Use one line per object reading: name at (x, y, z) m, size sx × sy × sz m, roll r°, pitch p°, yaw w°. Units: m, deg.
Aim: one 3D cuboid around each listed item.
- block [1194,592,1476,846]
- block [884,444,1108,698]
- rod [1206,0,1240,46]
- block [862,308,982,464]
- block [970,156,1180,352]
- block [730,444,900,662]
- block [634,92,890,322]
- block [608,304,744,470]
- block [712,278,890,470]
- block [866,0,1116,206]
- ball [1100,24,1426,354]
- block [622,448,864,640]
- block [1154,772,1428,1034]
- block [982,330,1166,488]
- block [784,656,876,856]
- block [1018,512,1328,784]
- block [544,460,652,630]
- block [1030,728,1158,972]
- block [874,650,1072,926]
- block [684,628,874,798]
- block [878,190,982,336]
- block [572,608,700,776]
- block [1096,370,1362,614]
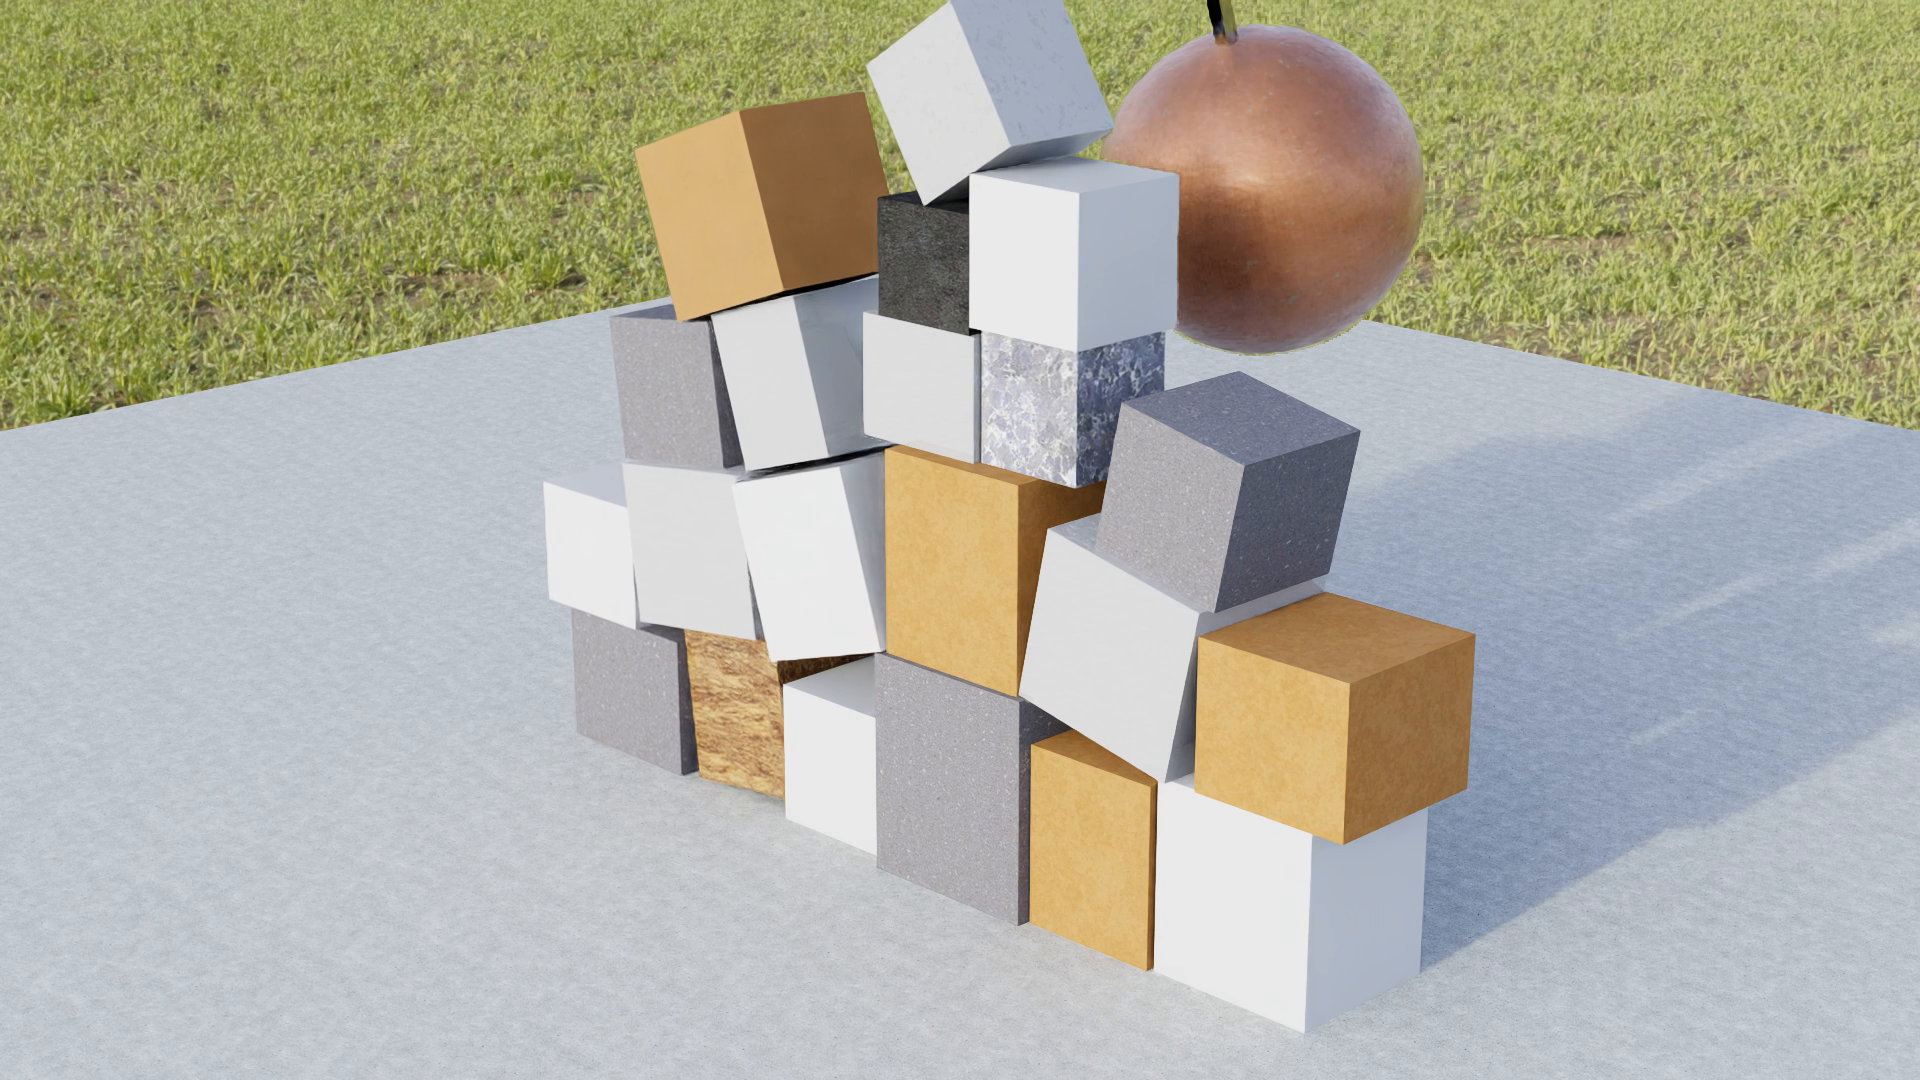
block at (1.530, 0.710, 11.988) m, size 0.826 × 0.677 × 0.770 m, roll -17°, pitch 24°, yaw -42°
block at (0.268, 0.045, 13.093) m, size 0.880 × 0.953 × 0.814 m, roll -17°, pitch 24°, yaw -42°
rod at (0.636, -4.504, 12.592) m, size 0.080 × 5.200 × 0.080 m, roll 17°, pitch 44°, yaw 42°
block at (0.041, -0.738, 13.060) m, size 0.642 × 0.561 × 0.691 m, roll -17°, pitch 24°, yaw -42°
block at (0.482, -1.224, 12.433) m, size 0.621 × 0.663 × 0.627 m, roll -17°, pitch 24°, yaw -42°
block at (-0.393, 0.026, 13.744) m, size 0.909 × 0.853 × 0.786 m, roll -17°, pitch 6°, yaw -42°
block at (-0.889, -1.562, 13.770) m, size 0.777 × 0.835 × 0.801 m, roll -17°, pitch 4°, yaw -43°
block at (-1.180, -0.784, 14.329) m, size 0.747 × 0.707 × 0.670 m, roll 7°, pitch 17°, yaw 45°
block at (-0.662, -0.785, 13.773) m, size 0.630 × 0.754 × 0.602 m, roll -17°, pitch 6°, yaw -43°
block at (0.132, -1.910, 12.626) m, size 0.654 × 0.668 × 0.605 m, roll -17°, pitch -8°, yaw -43°
ball at (1.467, -1.710, 14.342) m, size 1.600 × 1.600 × 1.600 m, roll 0°, pitch 17°, yaw 0°
block at (-1.024, -0.036, 14.379) m, size 0.865 × 0.798 × 0.813 m, roll 7°, pitch 17°, yaw 45°
block at (1.391, 1.417, 12.351) m, size 0.779 × 0.890 × 0.816 m, roll -17°, pitch 24°, yaw -42°
block at (0.485, -0.621, 12.621) m, size 0.552 × 0.601 × 0.558 m, roll -17°, pitch 24°, yaw -42°
block at (-0.315, 1.008, 13.997) m, size 0.751 × 0.684 × 0.724 m, roll -17°, pitch 24°, yaw -42°
block at (0.905, 0.393, 12.521) m, size 0.841 × 0.804 × 0.857 m, roll -17°, pitch 36°, yaw -42°
block at (-1.592, -0.006, 14.979) m, size 0.698 × 0.624 × 0.764 m, roll 16°, pitch 24°, yaw 42°
block at (0.837, 1.276, 12.873) m, size 0.809 × 0.845 × 0.689 m, roll -17°, pitch 24°, yaw -42°
block at (0.250, 1.011, 13.369) m, size 0.890 × 1.055 × 0.904 m, roll -17°, pitch 24°, yaw -42°
block at (-0.861, 0.756, 14.473) m, size 0.641 × 0.806 × 0.677 m, roll -17°, pitch 17°, yaw -42°
block at (0.055, -1.249, 12.876) m, size 0.563 × 0.525 × 0.610 m, roll 17°, pitch 24°, yaw 42°
block at (-1.424, 0.673, 15.027) m, size 0.839 × 0.702 × 0.743 m, roll 16°, pitch 24°, yaw 42°
block at (1.105, -0.210, 12.135) m, size 0.745 × 0.662 × 0.669 m, roll -17°, pitch 36°, yaw -42°
